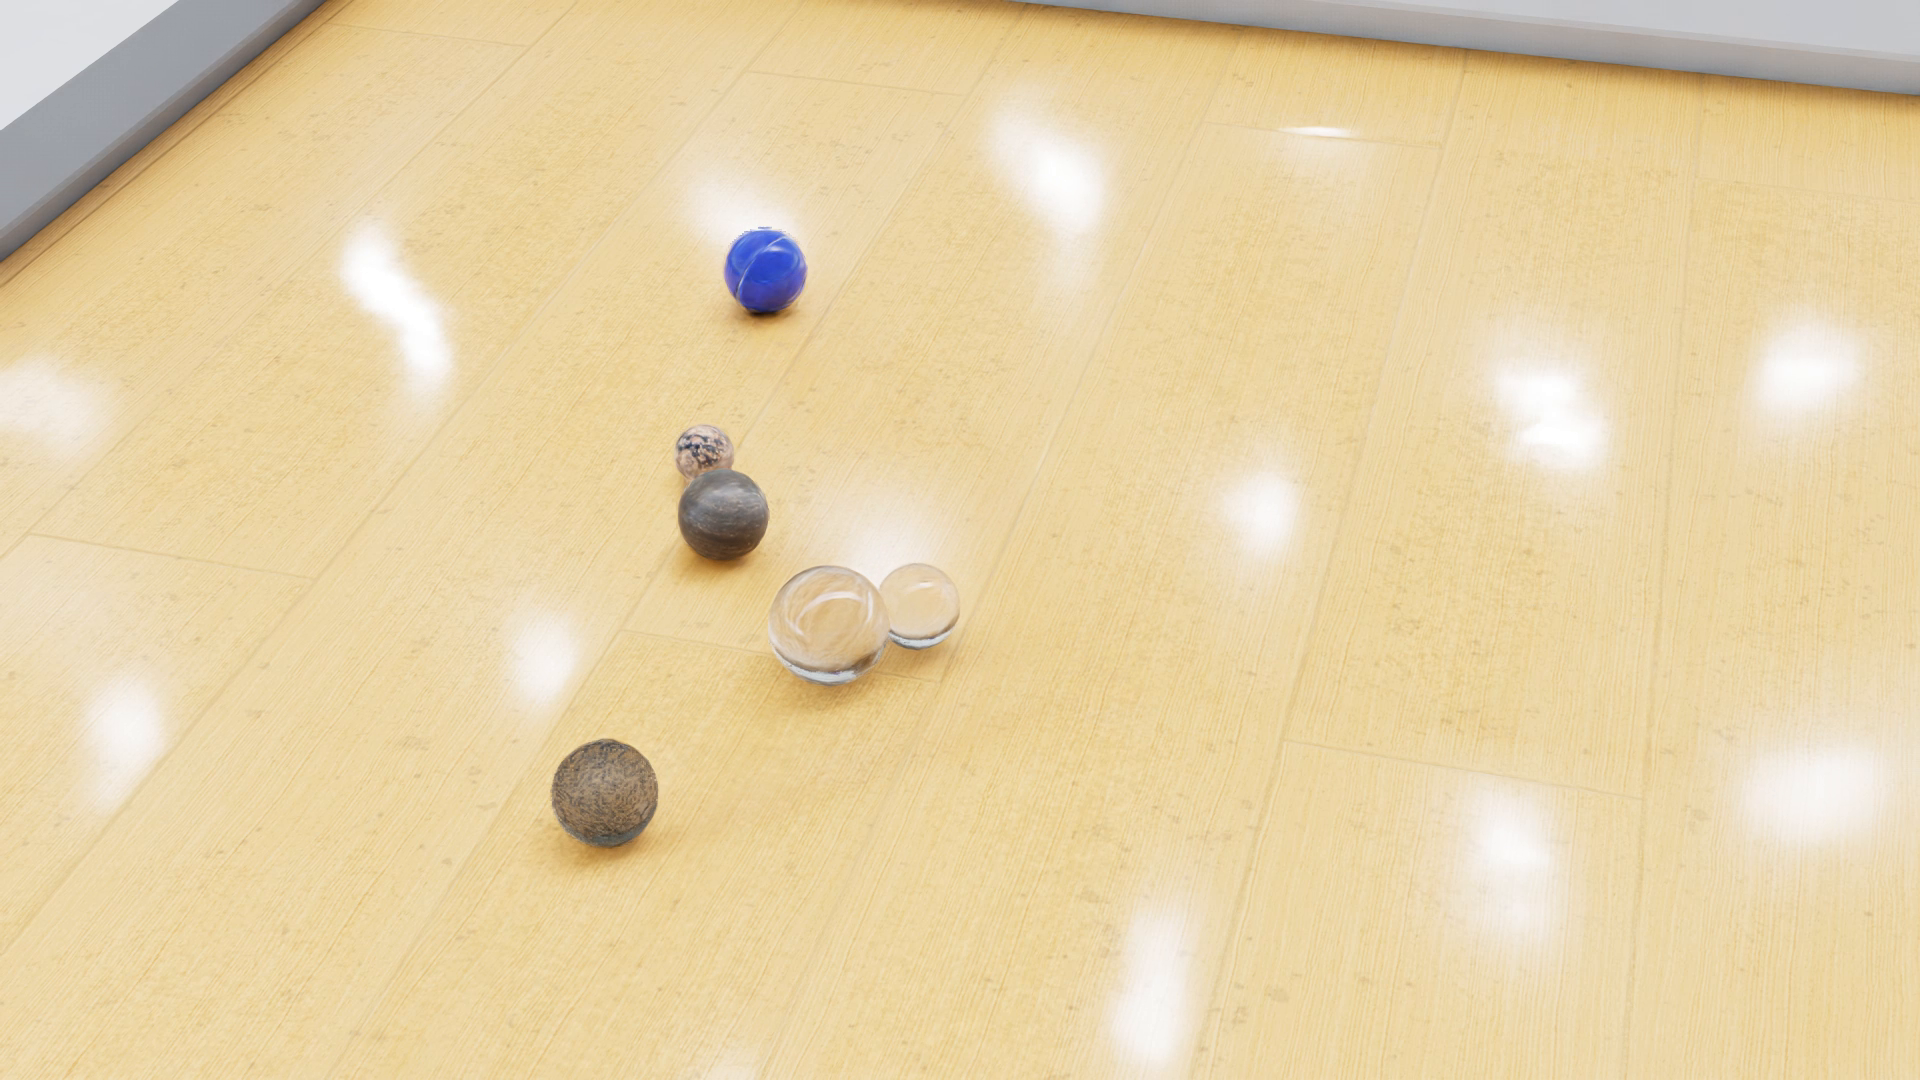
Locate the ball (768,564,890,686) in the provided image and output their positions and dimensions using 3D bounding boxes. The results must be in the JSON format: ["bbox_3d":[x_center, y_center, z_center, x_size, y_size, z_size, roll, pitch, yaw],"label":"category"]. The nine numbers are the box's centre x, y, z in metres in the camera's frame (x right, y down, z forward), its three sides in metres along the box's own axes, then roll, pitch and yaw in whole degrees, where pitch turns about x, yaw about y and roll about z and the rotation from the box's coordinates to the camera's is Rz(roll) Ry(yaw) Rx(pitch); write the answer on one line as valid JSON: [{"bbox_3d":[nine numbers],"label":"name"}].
[{"bbox_3d":[-0.095,0.062,1.850,0.088,0.088,0.088,0,34,0],"label":"ball"}]

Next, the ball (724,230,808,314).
[{"bbox_3d":[-0.175,-0.242,2.312,0.075,0.075,0.075,0,34,0],"label":"ball"}]

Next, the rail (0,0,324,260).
[{"bbox_3d":[-0.949,-0.164,2.160,0.045,0.114,2.269,9,35,13],"label":"rail"}]

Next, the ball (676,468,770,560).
[{"bbox_3d":[-0.183,-0.019,1.985,0.071,0.071,0.071,0,34,0],"label":"ball"}]

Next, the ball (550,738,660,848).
[{"bbox_3d":[-0.236,0.168,1.706,0.072,0.072,0.072,0,34,0],"label":"ball"}]

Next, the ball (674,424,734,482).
[{"bbox_3d":[-0.207,-0.069,2.078,0.050,0.050,0.050,0,34,0],"label":"ball"}]

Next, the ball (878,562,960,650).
[{"bbox_3d":[-0.031,0.049,1.890,0.064,0.064,0.064,0,34,0],"label":"ball"}]

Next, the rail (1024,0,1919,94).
[{"bbox_3d":[1.264,-0.470,2.615,4.029,0.114,0.045,9,35,13],"label":"rail"}]
